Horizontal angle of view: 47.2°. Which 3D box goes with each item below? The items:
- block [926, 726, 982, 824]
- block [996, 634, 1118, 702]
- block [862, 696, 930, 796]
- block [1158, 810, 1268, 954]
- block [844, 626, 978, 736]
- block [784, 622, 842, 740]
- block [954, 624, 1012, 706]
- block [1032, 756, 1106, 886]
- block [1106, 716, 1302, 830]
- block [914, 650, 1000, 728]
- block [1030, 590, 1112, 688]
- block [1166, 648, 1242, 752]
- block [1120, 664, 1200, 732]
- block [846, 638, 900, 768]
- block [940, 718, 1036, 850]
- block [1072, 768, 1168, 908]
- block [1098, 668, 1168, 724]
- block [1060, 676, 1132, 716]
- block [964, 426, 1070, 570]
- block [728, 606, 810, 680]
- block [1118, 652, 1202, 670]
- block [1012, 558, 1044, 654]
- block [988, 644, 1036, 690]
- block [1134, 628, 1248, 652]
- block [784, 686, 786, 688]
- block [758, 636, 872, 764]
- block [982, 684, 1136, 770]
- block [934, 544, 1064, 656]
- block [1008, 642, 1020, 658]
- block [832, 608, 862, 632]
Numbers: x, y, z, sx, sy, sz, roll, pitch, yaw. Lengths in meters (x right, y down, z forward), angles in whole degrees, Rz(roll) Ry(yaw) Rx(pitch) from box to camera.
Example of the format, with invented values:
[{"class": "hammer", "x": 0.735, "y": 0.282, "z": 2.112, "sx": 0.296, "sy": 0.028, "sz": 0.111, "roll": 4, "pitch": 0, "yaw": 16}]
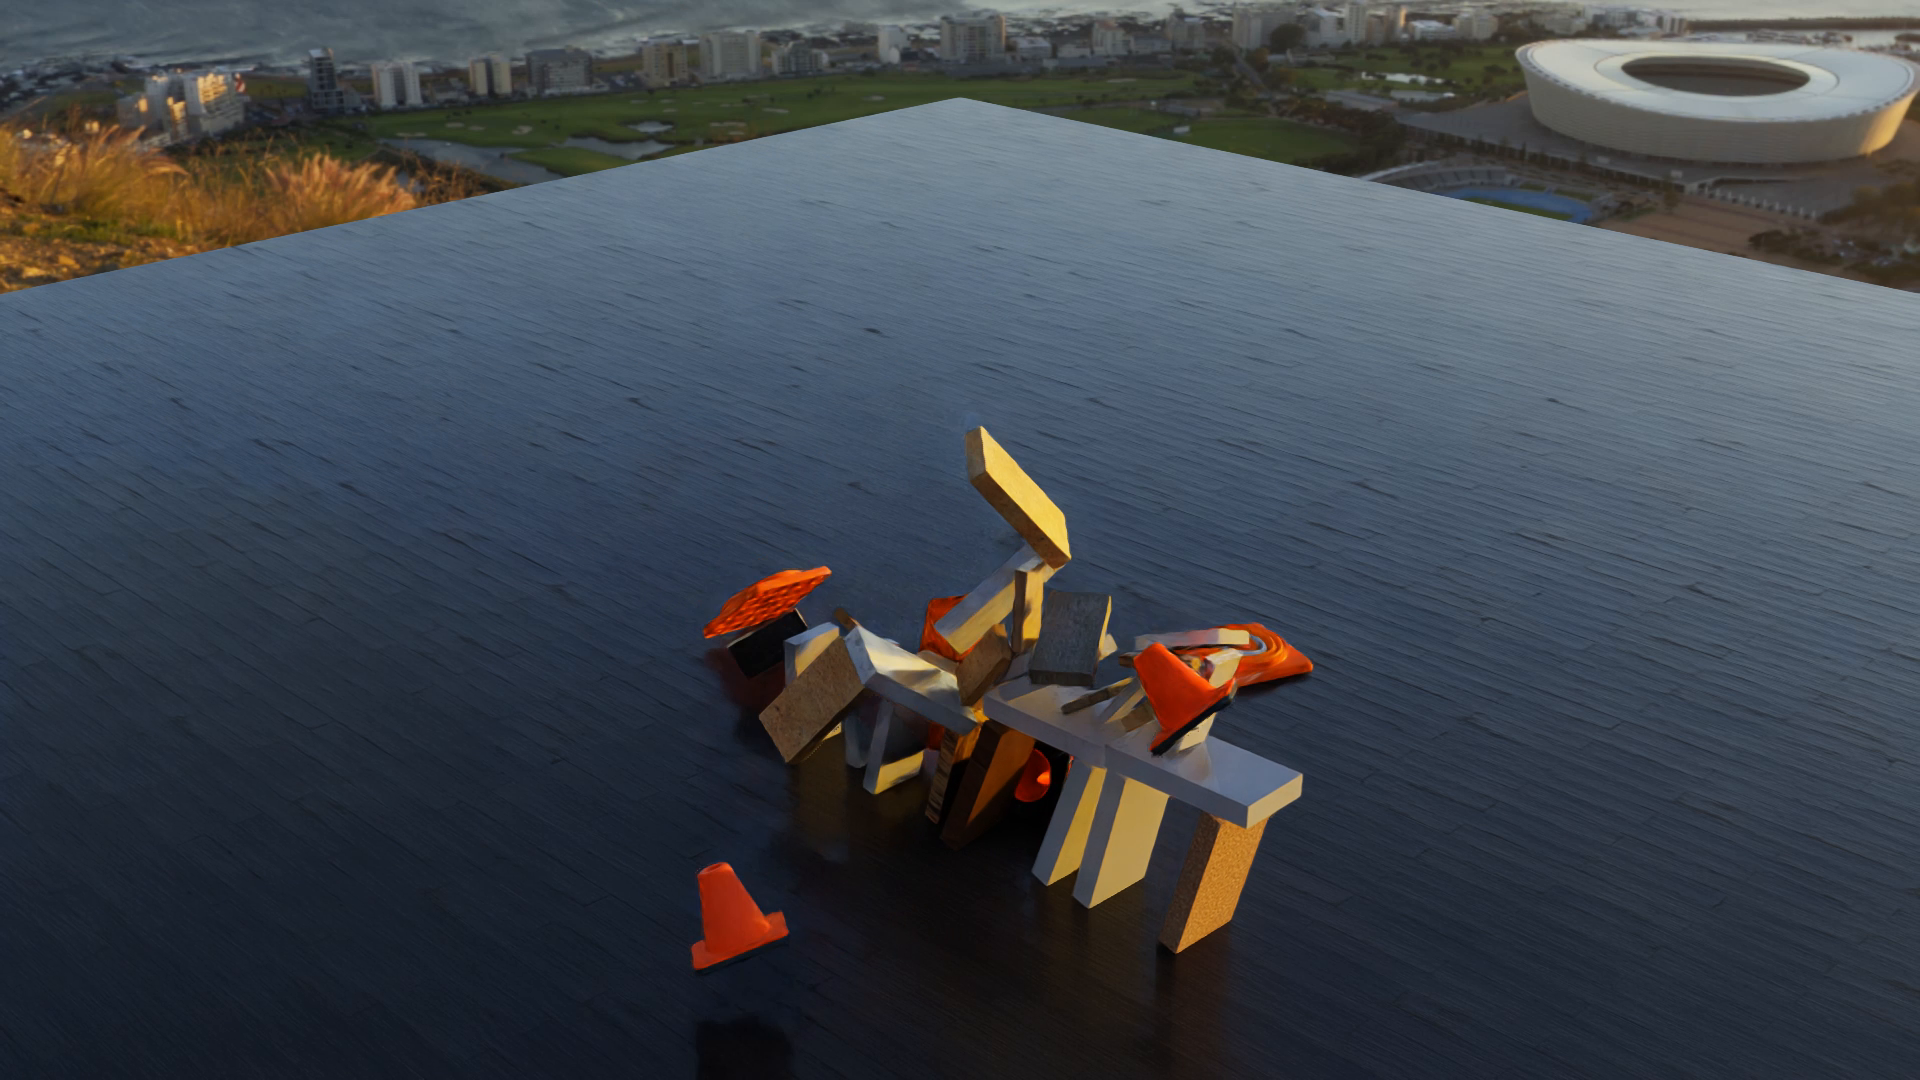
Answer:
[{"class": "block", "x": 0.012, "y": 0.440, "z": 4.392, "sx": 0.129, "sy": 0.258, "sz": 0.037, "roll": -22, "pitch": 47, "yaw": -40}, {"class": "block", "x": 0.180, "y": 0.239, "z": 4.094, "sx": 0.112, "sy": 0.032, "sz": 0.225, "roll": -30, "pitch": 3, "yaw": -42}, {"class": "block", "x": -0.120, "y": 0.393, "z": 4.502, "sx": 0.129, "sy": 0.258, "sz": 0.037, "roll": -22, "pitch": 46, "yaw": -41}, {"class": "block", "x": 0.463, "y": 0.589, "z": 3.965, "sx": 0.159, "sy": 0.318, "sz": 0.045, "roll": -21, "pitch": 47, "yaw": -41}, {"class": "block", "x": -0.092, "y": 0.267, "z": 4.153, "sx": 0.271, "sy": 0.038, "sz": 0.135, "roll": 30, "pitch": 22, "yaw": -37}, {"class": "block", "x": -0.314, "y": 0.314, "z": 4.699, "sx": 0.036, "sy": 0.252, "sz": 0.126, "roll": 21, "pitch": 30, "yaw": 40}, {"class": "block", "x": 0.044, "y": 0.237, "z": 4.164, "sx": 0.023, "sy": 0.160, "sz": 0.080, "roll": 10, "pitch": 48, "yaw": -28}, {"class": "block", "x": 0.244, "y": 0.507, "z": 4.171, "sx": 0.156, "sy": 0.311, "sz": 0.044, "roll": -21, "pitch": 51, "yaw": -41}, {"class": "block", "x": 0.432, "y": 0.411, "z": 3.921, "sx": 0.318, "sy": 0.045, "sz": 0.159, "roll": 21, "pitch": 31, "yaw": 39}, {"class": "block", "x": -0.020, "y": 0.293, "z": 4.358, "sx": 0.258, "sy": 0.037, "sz": 0.129, "roll": 20, "pitch": 31, "yaw": 39}, {"class": "block", "x": 0.202, "y": 0.178, "z": 3.992, "sx": 0.112, "sy": 0.032, "sz": 0.225, "roll": 3, "pitch": 38, "yaw": 13}, {"class": "block", "x": 0.434, "y": 0.283, "z": 3.909, "sx": 0.026, "sy": 0.185, "sz": 0.092, "roll": 34, "pitch": 27, "yaw": 28}, {"class": "block", "x": 0.379, "y": 0.280, "z": 3.961, "sx": 0.092, "sy": 0.184, "sz": 0.026, "roll": -17, "pitch": 71, "yaw": -49}, {"class": "block", "x": -0.184, "y": 0.343, "z": 4.620, "sx": 0.036, "sy": 0.252, "sz": 0.126, "roll": 22, "pitch": 34, "yaw": 33}, {"class": "block", "x": 0.066, "y": 0.454, "z": 4.297, "sx": 0.044, "sy": 0.311, "sz": 0.156, "roll": 36, "pitch": 38, "yaw": 23}, {"class": "block", "x": 0.311, "y": 0.529, "z": 4.105, "sx": 0.159, "sy": 0.318, "sz": 0.045, "roll": -21, "pitch": 46, "yaw": -41}, {"class": "block", "x": 0.315, "y": 0.283, "z": 4.024, "sx": 0.068, "sy": 0.136, "sz": 0.019, "roll": -14, "pitch": 61, "yaw": -51}, {"class": "block", "x": 0.254, "y": 0.289, "z": 4.061, "sx": 0.068, "sy": 0.019, "sz": 0.136, "roll": -21, "pitch": -4, "yaw": -40}, {"class": "block", "x": 0.106, "y": -0.077, "z": 4.059, "sx": 0.038, "sy": 0.271, "sz": 0.135, "roll": -31, "pitch": 36, "yaw": 20}, {"class": "block", "x": -0.422, "y": 0.231, "z": 4.929, "sx": 0.176, "sy": 0.088, "sz": 0.025, "roll": -29, "pitch": 15, "yaw": 5}, {"class": "block", "x": 0.362, "y": 0.220, "z": 3.983, "sx": 0.136, "sy": 0.019, "sz": 0.068, "roll": 2, "pitch": 5, "yaw": 22}, {"class": "block", "x": 0.126, "y": 0.122, "z": 4.086, "sx": 0.023, "sy": 0.160, "sz": 0.080, "roll": 11, "pitch": 20, "yaw": 24}, {"class": "block", "x": 0.122, "y": 0.228, "z": 4.169, "sx": 0.112, "sy": 0.032, "sz": 0.286, "roll": -30, "pitch": 0, "yaw": -32}, {"class": "block", "x": 0.417, "y": 0.181, "z": 3.970, "sx": 0.185, "sy": 0.026, "sz": 0.092, "roll": -7, "pitch": -8, "yaw": 41}, {"class": "block", "x": -0.338, "y": 0.306, "z": 4.788, "sx": 0.025, "sy": 0.175, "sz": 0.088, "roll": 19, "pitch": 2, "yaw": 38}, {"class": "block", "x": -0.288, "y": 0.325, "z": 4.457, "sx": 0.036, "sy": 0.252, "sz": 0.126, "roll": 17, "pitch": 33, "yaw": -56}, {"class": "block", "x": 0.208, "y": 0.334, "z": 4.131, "sx": 0.311, "sy": 0.044, "sz": 0.156, "roll": 21, "pitch": 31, "yaw": 41}, {"class": "block", "x": 0.077, "y": 0.106, "z": 4.246, "sx": 0.271, "sy": 0.135, "sz": 0.038, "roll": -41, "pitch": 70, "yaw": -1}, {"class": "block", "x": 0.077, "y": 0.223, "z": 4.224, "sx": 0.080, "sy": 0.023, "sz": 0.160, "roll": -30, "pitch": 0, "yaw": -39}, {"class": "block", "x": -0.216, "y": 0.218, "z": 4.925, "sx": 0.025, "sy": 0.088, "sz": 0.175, "roll": -47, "pitch": 35, "yaw": -2}]
